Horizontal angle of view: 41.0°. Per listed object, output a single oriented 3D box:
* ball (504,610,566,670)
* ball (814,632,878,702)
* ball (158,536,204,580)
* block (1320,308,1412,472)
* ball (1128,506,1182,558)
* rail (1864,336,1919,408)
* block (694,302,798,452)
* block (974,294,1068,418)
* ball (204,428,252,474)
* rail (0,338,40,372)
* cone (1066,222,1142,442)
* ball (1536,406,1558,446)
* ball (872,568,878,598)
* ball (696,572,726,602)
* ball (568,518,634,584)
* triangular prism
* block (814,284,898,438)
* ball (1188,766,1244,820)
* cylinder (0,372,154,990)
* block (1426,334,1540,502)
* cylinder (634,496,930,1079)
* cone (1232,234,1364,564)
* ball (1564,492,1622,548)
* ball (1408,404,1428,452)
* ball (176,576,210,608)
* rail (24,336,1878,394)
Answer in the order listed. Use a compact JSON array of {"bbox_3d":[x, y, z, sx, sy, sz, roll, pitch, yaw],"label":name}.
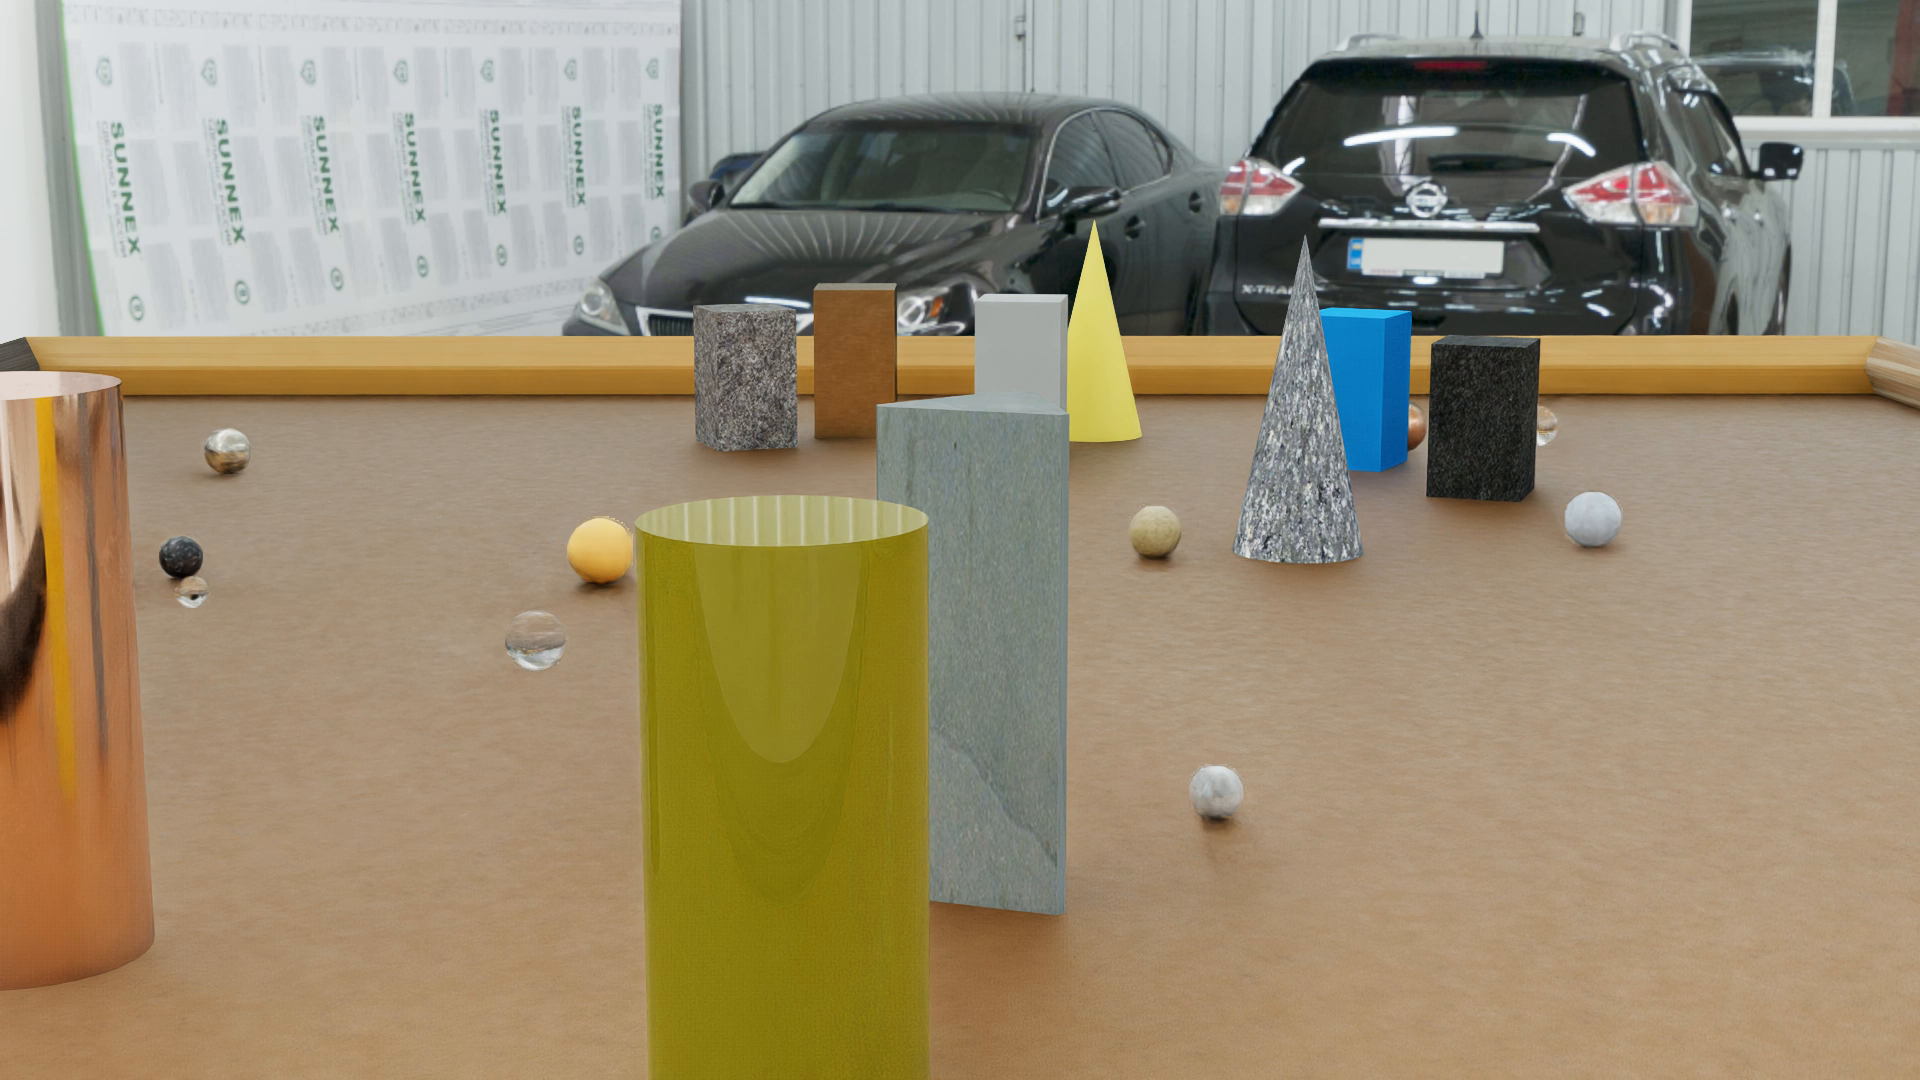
[{"bbox_3d":[-0.517,0.122,3.123,0.074,0.074,0.074,0,10,0],"label":"ball"},{"bbox_3d":[-0.130,0.147,2.974,0.079,0.079,0.079,0,10,0],"label":"ball"},{"bbox_3d":[-1.117,0.025,3.680,0.062,0.062,0.062,0,10,0],"label":"ball"},{"bbox_3d":[0.728,-0.280,4.732,0.158,0.279,0.158,5,12,27],"label":"block"},{"bbox_3d":[0.292,-0.012,3.835,0.079,0.079,0.079,0,10,0],"label":"ball"},{"bbox_3d":[2.049,0.031,3.460,0.045,0.129,4.670,0,10,0],"label":"rail"},{"bbox_3d":[-0.417,-0.318,4.976,0.158,0.265,0.158,-4,11,-22],"label":"block"},{"bbox_3d":[0.116,-0.306,4.825,0.158,0.297,0.158,1,11,7],"label":"block"},{"bbox_3d":[-1.320,-0.160,4.624,0.083,0.083,0.083,0,10,0],"label":"ball"},{"bbox_3d":[-2.049,0.035,3.437,0.045,0.129,4.670,0,10,0],"label":"rail"},{"bbox_3d":[0.265,-0.421,5.083,0.198,0.428,0.198,0,10,0],"label":"cone"},{"bbox_3d":[1.116,-0.220,4.960,0.079,0.079,0.079,0,10,0],"label":"ball"},{"bbox_3d":[-0.069,0.055,3.427,0.096,0.096,0.096,0,10,0],"label":"ball"},{"bbox_3d":[-0.341,0.065,3.525,0.041,0.041,0.041,0,10,0],"label":"ball"},{"bbox_3d":[-0.511,0.016,3.647,0.093,0.093,0.093,0,10,0],"label":"ball"},{"bbox_3d":[0.034,0.092,2.286,0.171,0.438,0.148,4,11,20],"label":"triangular prism"},{"bbox_3d":[-0.207,-0.359,5.119,0.158,0.293,0.158,0,10,1],"label":"block"},{"bbox_3d":[0.250,0.247,2.507,0.053,0.053,0.053,0,10,0],"label":"ball"},{"bbox_3d":[-0.776,0.109,2.099,0.198,0.473,0.198,0,10,0],"label":"cylinder"},{"bbox_3d":[0.899,-0.211,4.407,0.158,0.262,0.158,4,11,21],"label":"block"},{"bbox_3d":[-0.120,0.195,1.767,0.198,0.425,0.198,0,10,0],"label":"cylinder"},{"bbox_3d":[0.513,-0.220,3.853,0.198,0.481,0.198,0,10,0],"label":"cone"},{"bbox_3d":[0.968,-0.032,3.923,0.085,0.085,0.085,0,10,0],"label":"ball"},{"bbox_3d":[0.844,-0.215,4.889,0.094,0.094,0.094,0,10,0],"label":"ball"},{"bbox_3d":[-1.043,0.070,3.486,0.044,0.044,0.044,0,10,0],"label":"ball"},{"bbox_3d":[-0.013,-0.388,5.722,4.146,0.129,0.045,0,10,0],"label":"rail"}]
